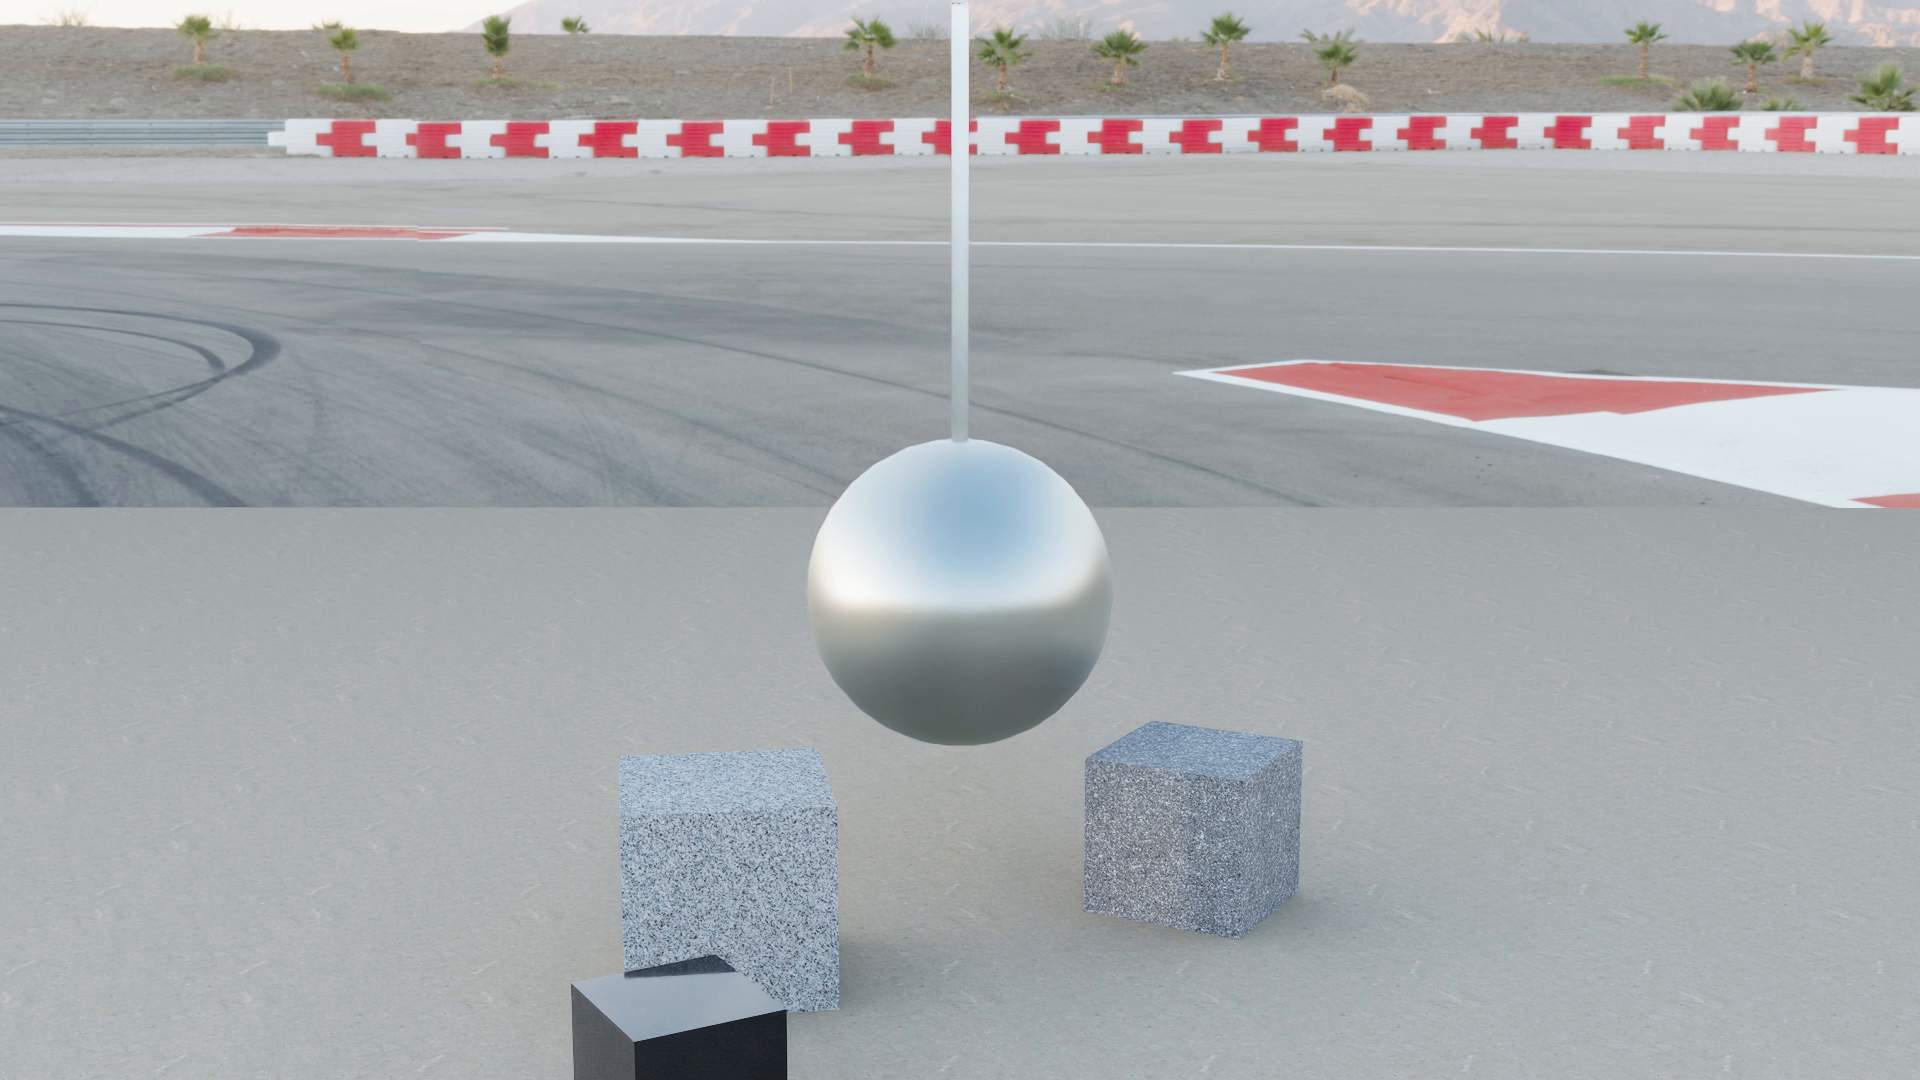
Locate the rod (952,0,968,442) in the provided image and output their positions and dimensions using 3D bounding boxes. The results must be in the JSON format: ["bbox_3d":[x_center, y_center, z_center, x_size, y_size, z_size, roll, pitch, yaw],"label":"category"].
[{"bbox_3d":[0.000,-3.049,10.724,0.080,5.200,0.080,0,12,0],"label":"rod"}]

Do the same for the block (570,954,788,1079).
[{"bbox_3d":[-1.000,1.869,7.820,0.565,0.524,0.608,-6,12,-30],"label":"block"}]

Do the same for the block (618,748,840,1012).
[{"bbox_3d":[-0.989,1.431,9.283,0.865,0.863,0.878,-2,10,-9],"label":"block"}]

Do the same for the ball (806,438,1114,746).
[{"bbox_3d":[0.000,0.271,11.457,1.600,1.600,1.600,0,10,0],"label":"ball"}]

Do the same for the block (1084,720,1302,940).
[{"bbox_3d":[1.088,1.327,10.221,0.768,0.731,0.754,6,12,28],"label":"block"}]
